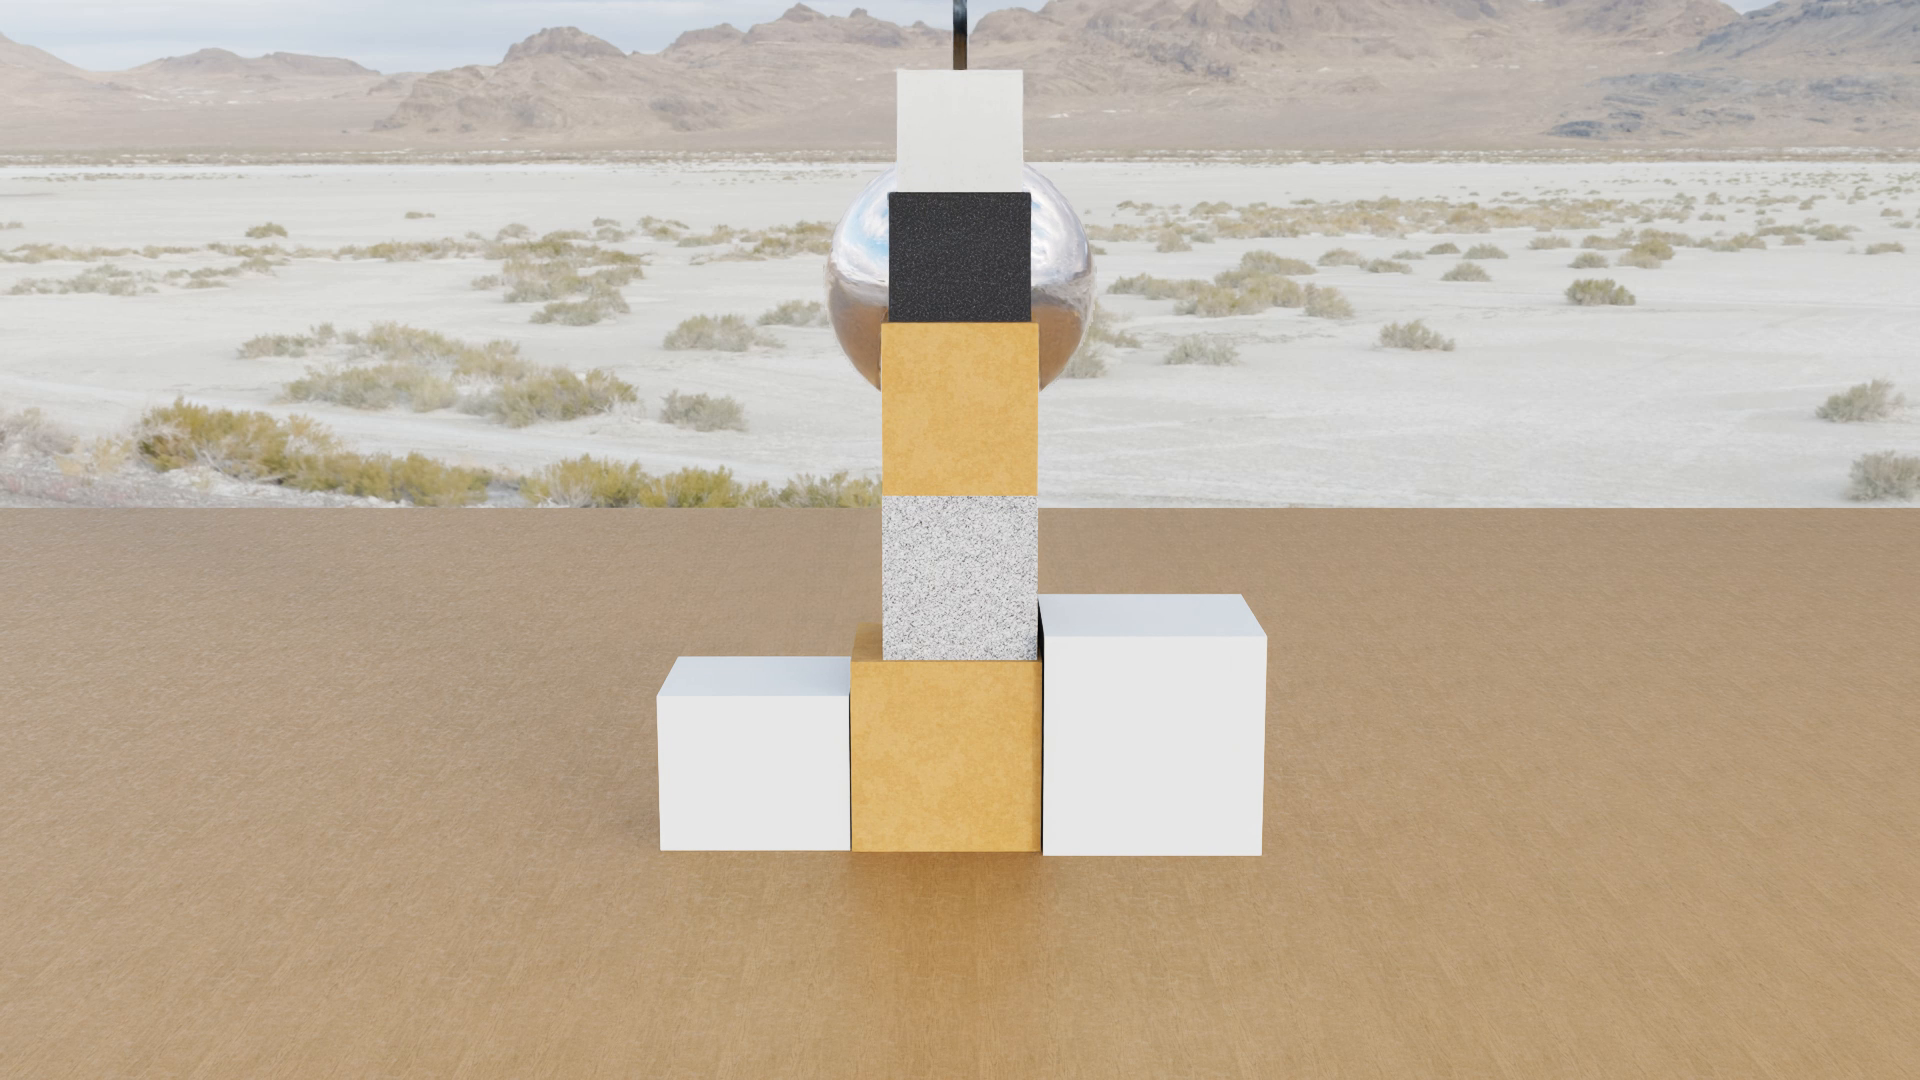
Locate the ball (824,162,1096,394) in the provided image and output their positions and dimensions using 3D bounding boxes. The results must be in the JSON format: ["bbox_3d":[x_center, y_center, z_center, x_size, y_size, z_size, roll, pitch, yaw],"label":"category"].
[{"bbox_3d":[0.000,-1.518,13.013,1.600,1.600,1.600,0,10,0],"label":"ball"}]

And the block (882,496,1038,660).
[{"bbox_3d":[0.000,0.114,11.203,0.761,0.822,0.830,0,10,0],"label":"block"}]

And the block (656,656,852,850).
[{"bbox_3d":[-1.025,1.088,11.361,0.950,0.795,0.844,0,10,0],"label":"block"}]

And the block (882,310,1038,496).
[{"bbox_3d":[0.000,-0.699,11.035,0.755,0.839,0.791,0,10,0],"label":"block"}]

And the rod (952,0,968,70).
[{"bbox_3d":[0.000,-4.447,11.285,0.080,5.200,0.080,0,31,0],"label":"rod"}]

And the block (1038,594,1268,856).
[{"bbox_3d":[0.957,0.929,11.338,1.085,1.115,1.017,0,10,0],"label":"block"}]

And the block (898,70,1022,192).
[{"bbox_3d":[0.000,-2.011,10.831,0.595,0.571,0.704,0,10,0],"label":"block"}]

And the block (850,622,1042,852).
[{"bbox_3d":[-0.068,0.999,11.355,0.944,0.972,0.900,0,10,0],"label":"block"}]

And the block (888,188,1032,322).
[{"bbox_3d":[0.000,-1.423,10.931,0.691,0.622,0.665,0,10,0],"label":"block"}]
